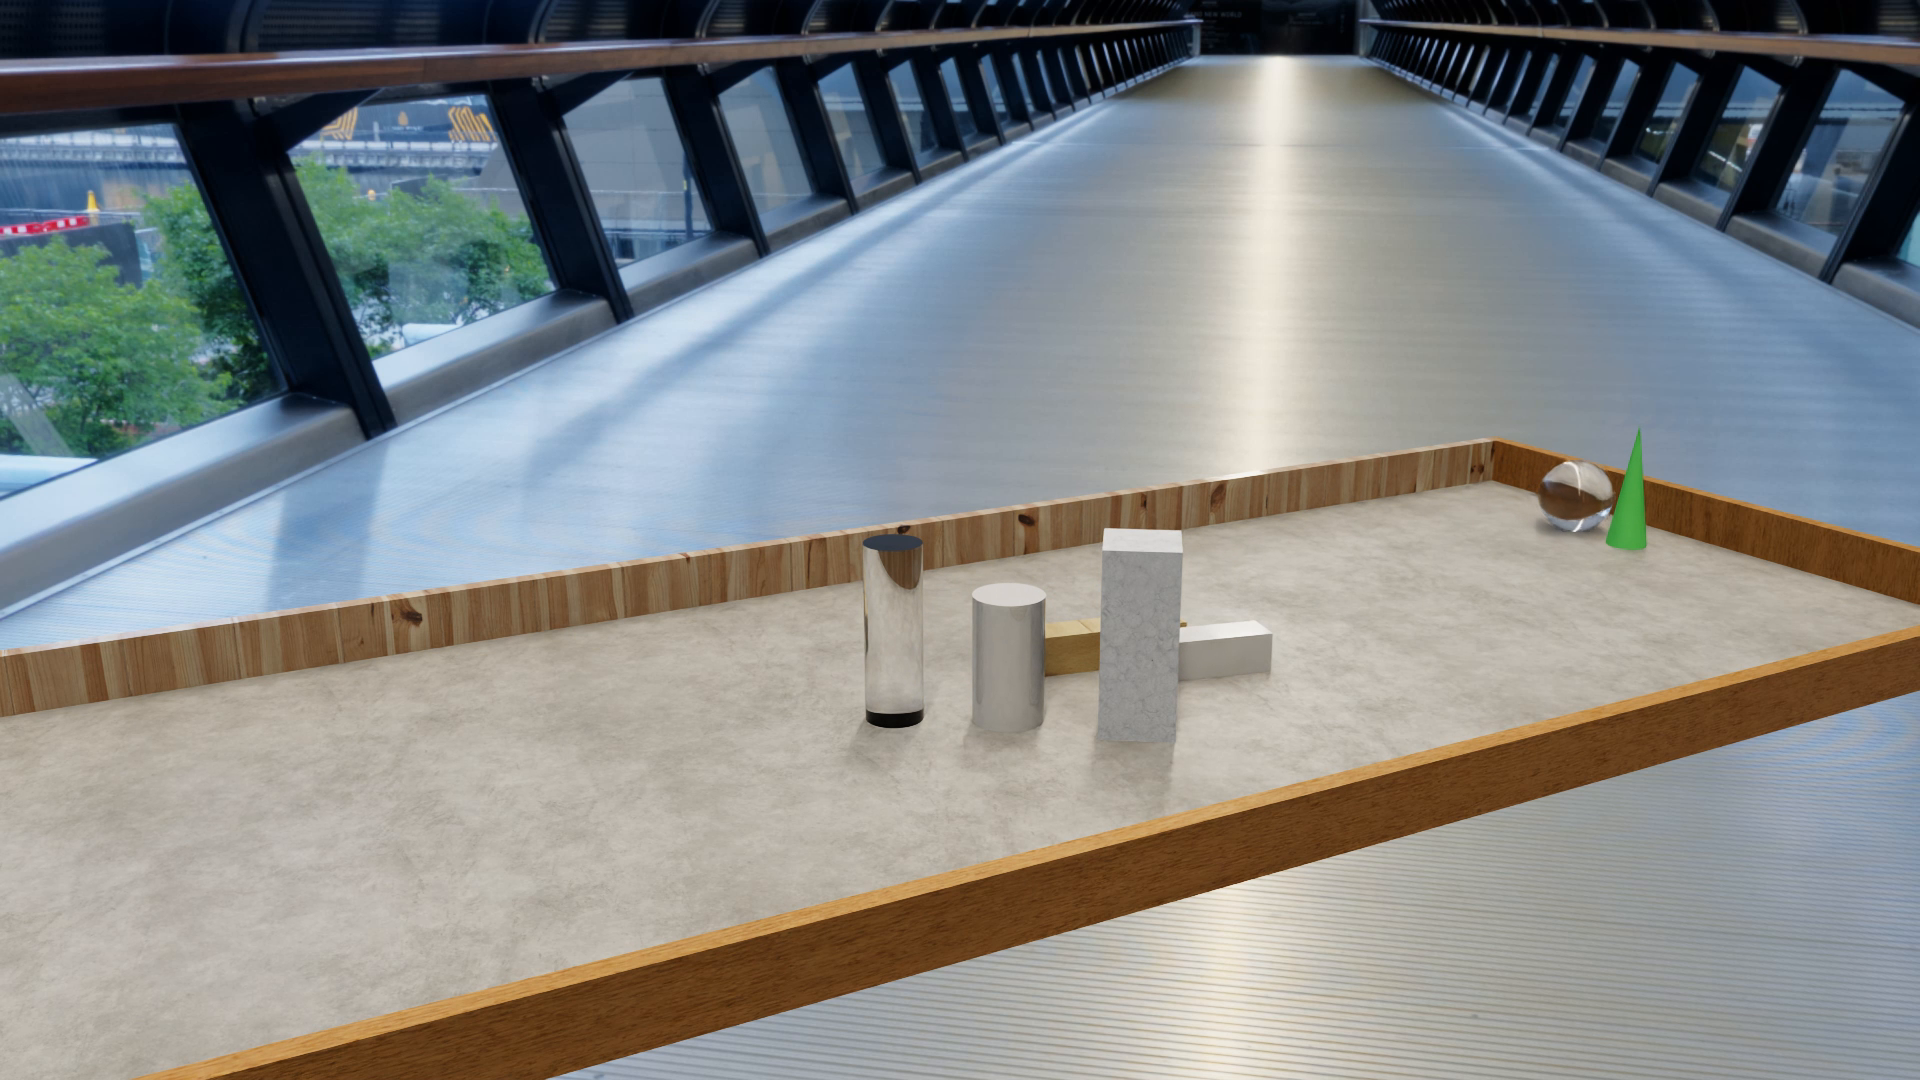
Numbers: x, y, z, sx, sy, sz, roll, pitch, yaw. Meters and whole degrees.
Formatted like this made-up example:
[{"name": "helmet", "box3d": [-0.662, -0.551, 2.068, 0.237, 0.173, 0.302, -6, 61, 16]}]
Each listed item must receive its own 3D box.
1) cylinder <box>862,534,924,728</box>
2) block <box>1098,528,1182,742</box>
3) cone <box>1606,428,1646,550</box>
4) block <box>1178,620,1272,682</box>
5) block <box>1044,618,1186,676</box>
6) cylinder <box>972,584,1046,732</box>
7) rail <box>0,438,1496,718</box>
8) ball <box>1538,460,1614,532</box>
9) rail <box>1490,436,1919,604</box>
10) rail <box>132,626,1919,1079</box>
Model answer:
[{"name": "cylinder", "box3d": [-0.155, 0.213, 3.862, 0.139, 0.432, 0.139, 0, 16, 0]}, {"name": "block", "box3d": [0.414, 0.219, 3.805, 0.178, 0.455, 0.178, 2, 16, 6]}, {"name": "cone", "box3d": [2.145, -0.176, 5.255, 0.124, 0.394, 0.124, 0, 16, 0]}, {"name": "block", "box3d": [0.591, 0.287, 4.194, 0.392, 0.104, 0.104, -4, 17, -15]}, {"name": "block", "box3d": [0.364, 0.267, 4.260, 0.435, 0.104, 0.104, -5, 17, -17]}, {"name": "cylinder", "box3d": [0.114, 0.275, 3.871, 0.172, 0.310, 0.172, 0, 16, 0]}, {"name": "rail", "box3d": [-3.305, 0.497, 3.399, 12.000, 0.150, 0.050, -9, 18, -27]}, {"name": "ball", "box3d": [2.029, -0.146, 5.435, 0.235, 0.235, 0.235, 0, 16, 0]}, {"name": "rail", "box3d": [2.466, -0.048, 5.253, 0.050, 0.150, 2.100, -9, 18, -27]}, {"name": "rail", "box3d": [-2.336, 1.006, 1.665, 12.000, 0.150, 0.050, -9, 18, -27]}]
